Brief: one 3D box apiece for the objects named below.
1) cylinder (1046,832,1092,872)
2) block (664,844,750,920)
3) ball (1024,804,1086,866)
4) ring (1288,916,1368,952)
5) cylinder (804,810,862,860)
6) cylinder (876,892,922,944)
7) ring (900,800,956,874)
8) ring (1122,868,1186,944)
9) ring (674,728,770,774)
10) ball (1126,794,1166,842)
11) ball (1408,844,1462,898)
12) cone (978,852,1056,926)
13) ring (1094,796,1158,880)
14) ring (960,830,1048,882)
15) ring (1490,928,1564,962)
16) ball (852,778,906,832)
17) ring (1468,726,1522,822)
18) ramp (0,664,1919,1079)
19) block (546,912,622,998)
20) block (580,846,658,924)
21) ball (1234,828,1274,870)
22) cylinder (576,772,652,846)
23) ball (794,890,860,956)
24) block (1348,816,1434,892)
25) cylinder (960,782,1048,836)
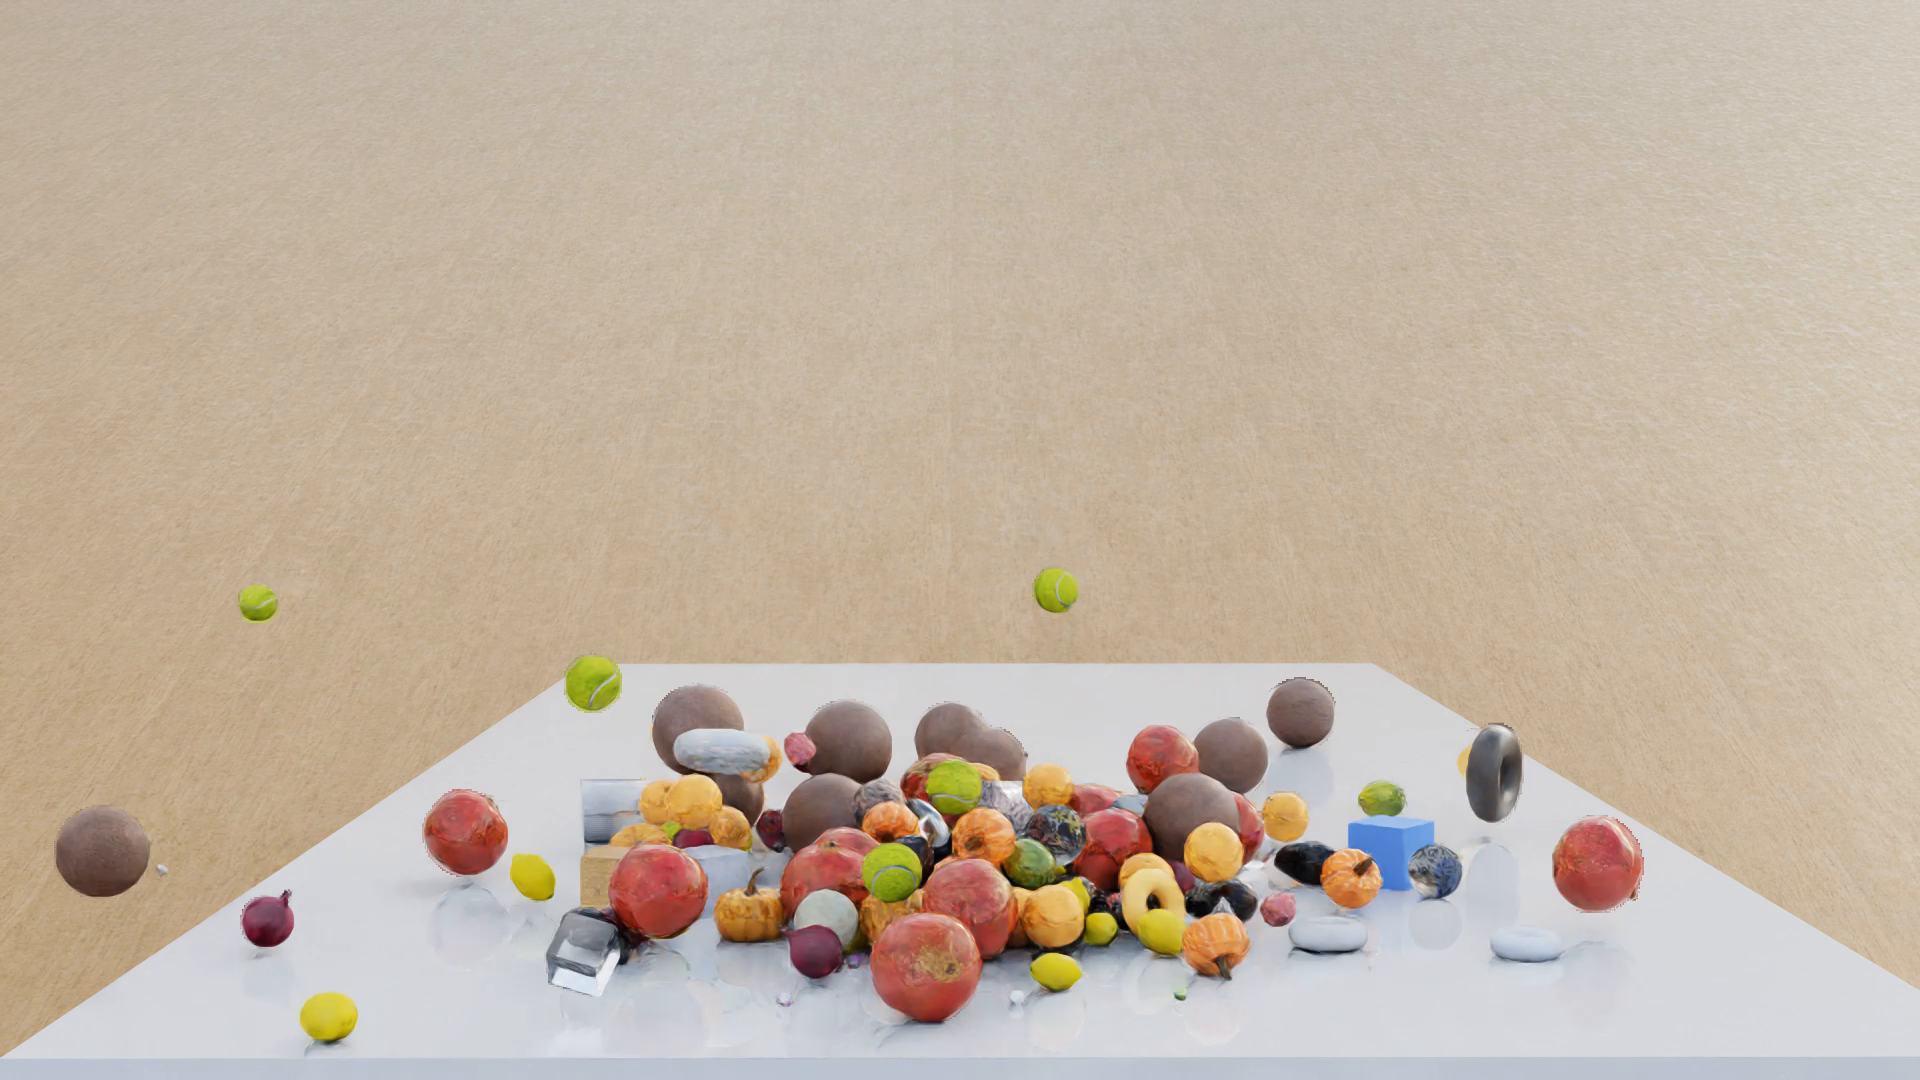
[{"bbox_3d":[0.140,0.420,3.560,0.059,0.059,0.059,-32,35,-24],"label":"cylinder"},{"bbox_3d":[-0.323,0.435,3.278,0.077,0.077,0.077,-3,4,-42],"label":"block"},{"bbox_3d":[0.119,0.368,3.207,0.077,0.077,0.077,0,22,0],"label":"ball"},{"bbox_3d":[0.437,0.468,3.054,0.094,0.031,0.094,0,0,0],"label":"ring"},{"bbox_3d":[-0.179,0.416,3.624,0.064,0.064,0.064,-8,4,-19],"label":"cylinder"},{"bbox_3d":[-0.074,0.455,3.093,0.054,0.054,0.054,1,2,0],"label":"cylinder"},{"bbox_3d":[-0.046,0.409,3.549,0.037,0.111,0.111,-26,31,-23],"label":"ring"},{"bbox_3d":[0.232,0.439,3.082,0.092,0.092,0.031,-20,-3,-41],"label":"ring"},{"bbox_3d":[-0.322,0.285,3.473,0.131,0.044,0.131,3,-16,1],"label":"ring"},{"bbox_3d":[0.259,0.410,3.734,0.081,0.081,0.081,0,22,0],"label":"ball"},{"bbox_3d":[0.622,0.434,3.363,0.070,0.070,0.070,0,22,0],"label":"ball"},{"bbox_3d":[0.052,0.453,3.195,0.097,0.097,0.097,-37,-2,36],"label":"cone"},{"bbox_3d":[0.225,0.404,3.485,0.038,0.115,0.115,21,9,-32],"label":"ring"},{"bbox_3d":[0.060,0.433,3.512,0.123,0.041,0.123,5,16,-1],"label":"ring"},{"bbox_3d":[0.662,0.472,3.003,0.086,0.029,0.086,1,4,0],"label":"ring"},{"bbox_3d":[-0.106,0.351,3.393,0.071,0.071,0.071,0,22,0],"label":"ball"},{"bbox_3d":[0.806,0.353,3.877,0.049,0.148,0.148,4,21,31],"label":"ring"},{"bbox_3d":[0.051,0.462,4.533,2.000,0.100,4.000,0,3,0],"label":"ramp"},{"bbox_3d":[-0.399,0.439,2.727,0.056,0.056,0.056,14,48,12],"label":"block"},{"bbox_3d":[-0.428,0.434,3.238,0.082,0.082,0.082,0,3,4],"label":"block"},{"bbox_3d":[0.409,0.430,3.578,0.056,0.056,0.056,0,22,0],"label":"ball"},{"bbox_3d":[-0.513,0.402,3.813,0.090,0.090,0.090,-17,25,-10],"label":"cylinder"},{"bbox_3d":[-0.155,0.444,2.984,0.076,0.076,0.076,0,22,0],"label":"ball"},{"bbox_3d":[0.582,0.422,3.467,0.084,0.084,0.084,2,4,39],"label":"block"},{"bbox_3d":[0.065,0.398,3.740,0.094,0.094,0.094,18,7,37],"label":"cylinder"}]
